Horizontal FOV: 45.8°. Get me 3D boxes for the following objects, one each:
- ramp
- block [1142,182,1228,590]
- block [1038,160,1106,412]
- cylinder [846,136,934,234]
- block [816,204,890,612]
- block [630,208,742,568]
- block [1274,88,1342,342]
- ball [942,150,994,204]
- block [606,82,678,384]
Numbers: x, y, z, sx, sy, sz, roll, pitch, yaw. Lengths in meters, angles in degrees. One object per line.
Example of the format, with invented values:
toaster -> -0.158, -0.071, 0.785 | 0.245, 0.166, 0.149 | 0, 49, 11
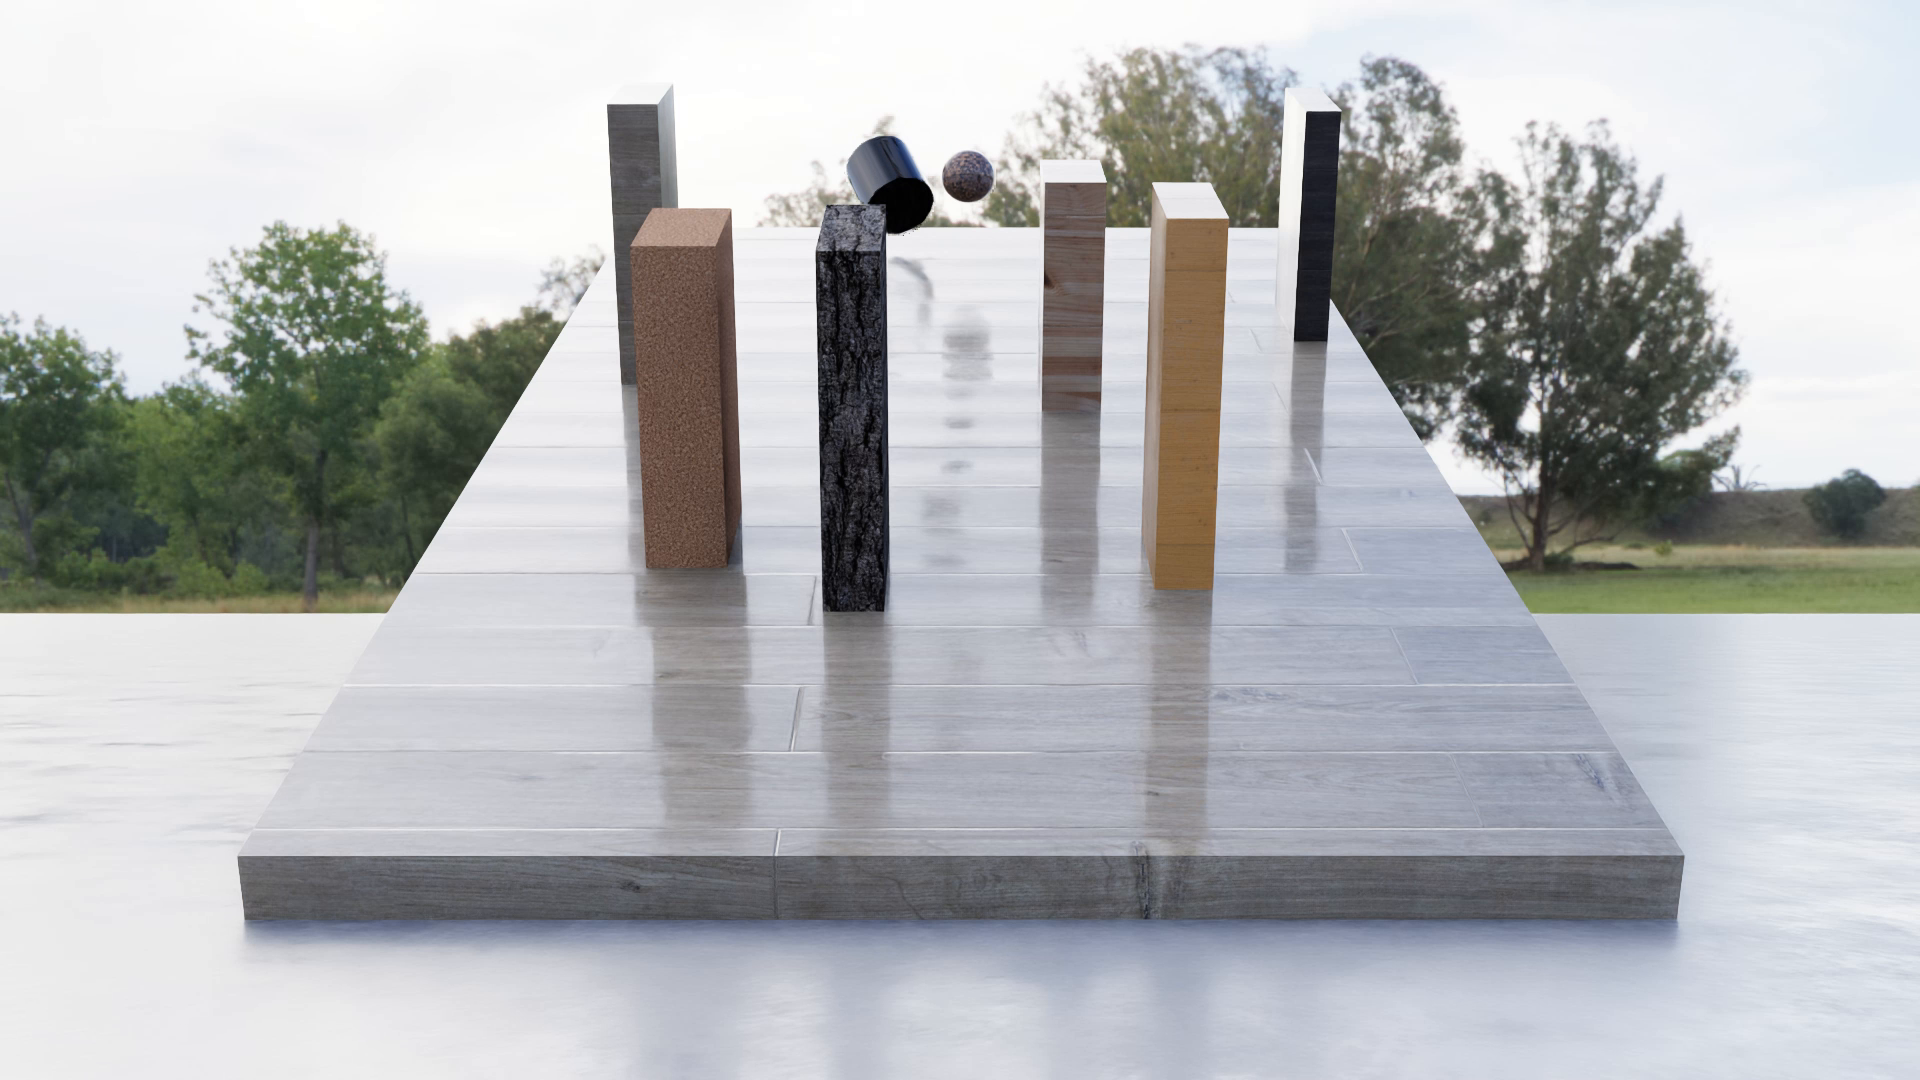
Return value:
ramp -> -0.005, -0.209, 5.029 | 2.000, 0.100, 4.000 | 0, 20, 0
block -> 0.402, -0.280, 4.103 | 0.105, 0.676, 0.301 | 0, 20, 0
block -> 0.250, -0.577, 5.135 | 0.134, 0.519, 0.257 | 0, 20, 0
cylinder -> -0.206, -1.040, 6.645 | 0.204, 0.204, 0.204 | -14, -41, -13
block -> -0.187, -0.241, 4.041 | 0.108, 0.643, 0.372 | 0, 20, 0
block -> -0.504, -0.287, 4.224 | 0.149, 0.602, 0.319 | 0, 20, 0
block -> 0.875, -0.826, 5.734 | 0.086, 0.573, 0.352 | 0, 20, 0
ball -> 0.023, -1.037, 6.471 | 0.152, 0.152, 0.152 | 0, -2, 0
block -> -0.734, -0.723, 5.333 | 0.114, 0.652, 0.314 | 0, 20, 0
